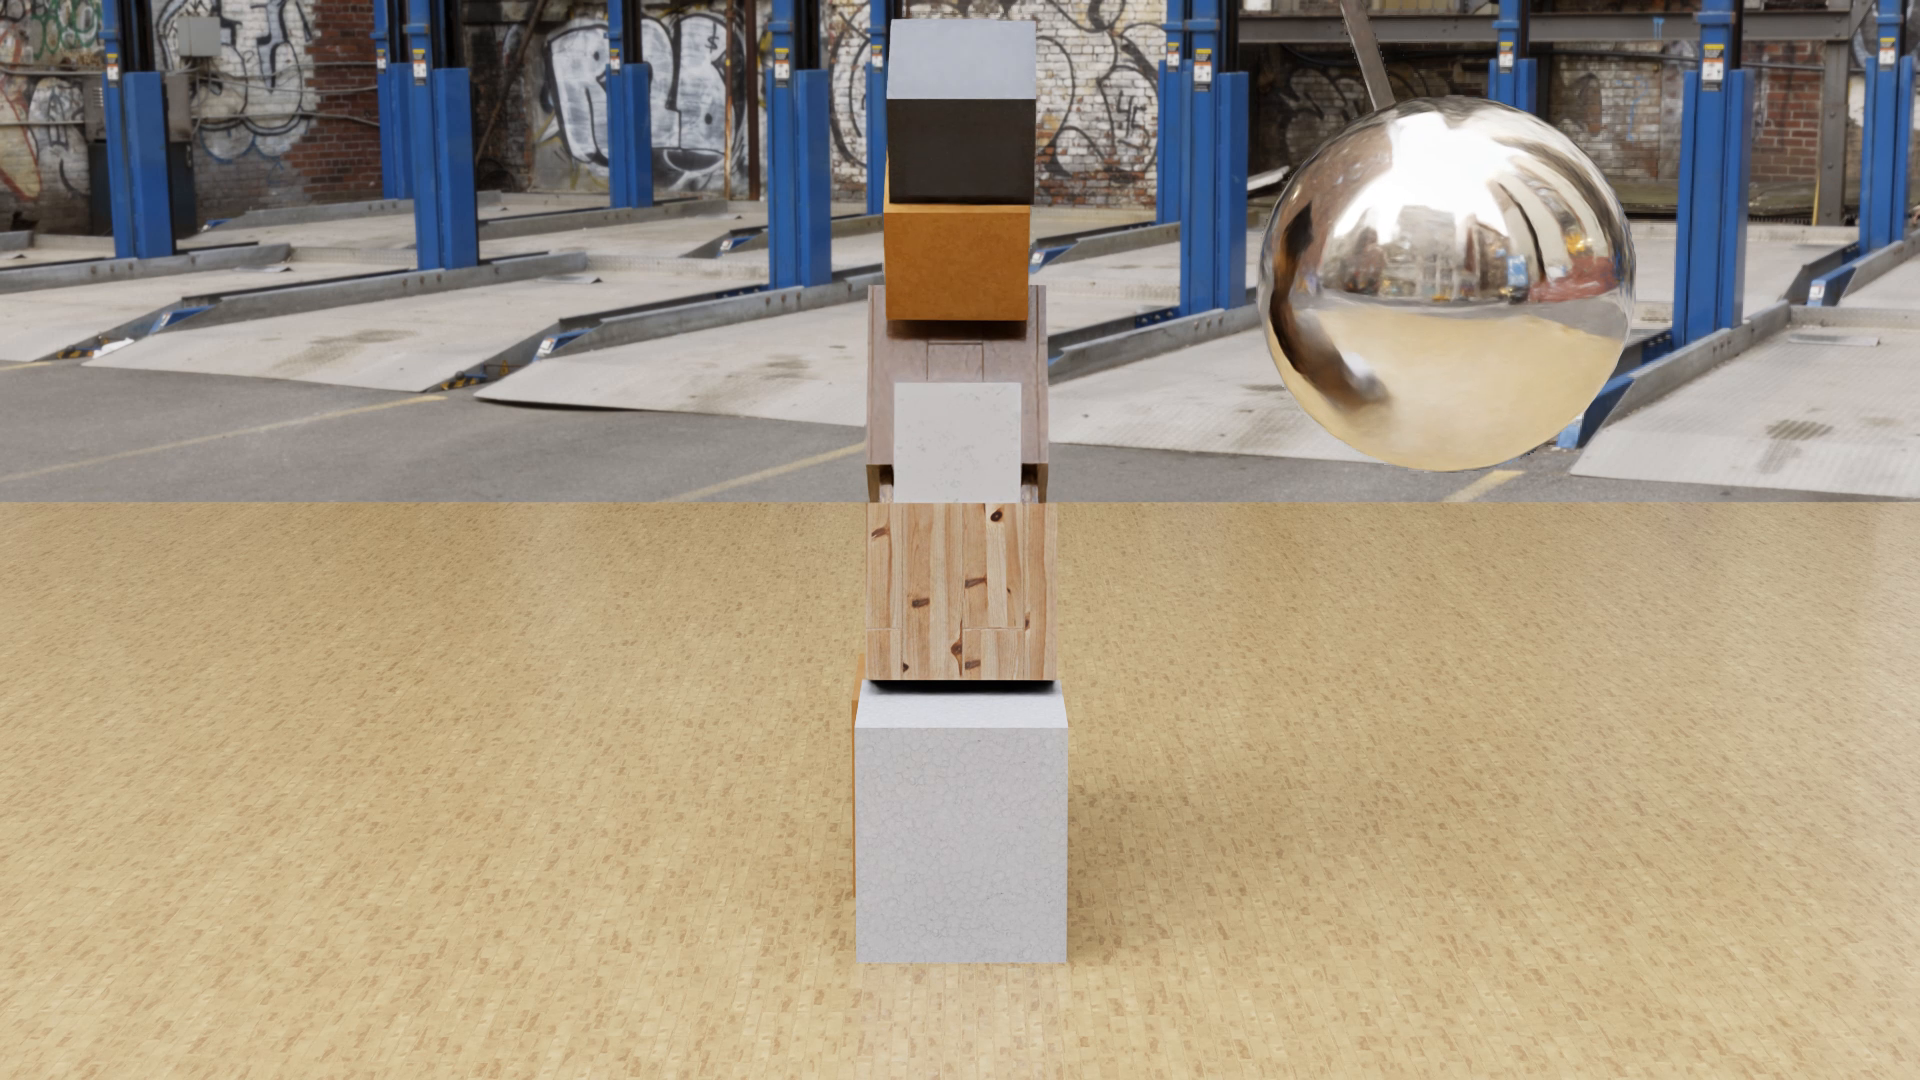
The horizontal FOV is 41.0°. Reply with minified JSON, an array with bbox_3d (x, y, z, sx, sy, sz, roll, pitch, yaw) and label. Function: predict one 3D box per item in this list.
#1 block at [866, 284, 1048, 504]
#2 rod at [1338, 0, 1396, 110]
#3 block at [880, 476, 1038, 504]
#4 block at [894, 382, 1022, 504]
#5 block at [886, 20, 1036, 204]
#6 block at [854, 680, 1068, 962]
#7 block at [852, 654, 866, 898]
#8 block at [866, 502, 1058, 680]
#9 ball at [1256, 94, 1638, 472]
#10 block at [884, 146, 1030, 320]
[{"bbox_3d":[-0.011,-0.613,12.003,0.817,0.892,0.794,0,-21,0],"label":"block"},{"bbox_3d":[0.899,-4.232,10.411,0.080,5.200,0.080,-20,10,4],"label":"rod"},{"bbox_3d":[-0.006,0.151,11.789,0.714,0.686,0.682,0,-21,0],"label":"block"},{"bbox_3d":[-0.010,-0.391,10.988,0.530,0.508,0.553,0,-2,0],"label":"block"},{"bbox_3d":[0.011,-1.884,11.280,0.635,0.546,0.619,0,44,1],"label":"block"},{"bbox_3d":[0.006,1.142,10.578,0.841,0.969,0.813,0,10,0],"label":"block"},{"bbox_3d":[-0.017,1.033,11.435,0.890,0.877,0.893,0,10,0],"label":"block"},{"bbox_3d":[0.007,0.228,10.958,0.791,0.732,0.731,0,-2,0],"label":"block"},{"bbox_3d":[2.074,-1.093,10.982,1.600,1.600,1.600,0,10,0],"label":"ball"},{"bbox_3d":[-0.010,-1.471,11.676,0.639,0.597,0.753,0,44,1],"label":"block"}]
